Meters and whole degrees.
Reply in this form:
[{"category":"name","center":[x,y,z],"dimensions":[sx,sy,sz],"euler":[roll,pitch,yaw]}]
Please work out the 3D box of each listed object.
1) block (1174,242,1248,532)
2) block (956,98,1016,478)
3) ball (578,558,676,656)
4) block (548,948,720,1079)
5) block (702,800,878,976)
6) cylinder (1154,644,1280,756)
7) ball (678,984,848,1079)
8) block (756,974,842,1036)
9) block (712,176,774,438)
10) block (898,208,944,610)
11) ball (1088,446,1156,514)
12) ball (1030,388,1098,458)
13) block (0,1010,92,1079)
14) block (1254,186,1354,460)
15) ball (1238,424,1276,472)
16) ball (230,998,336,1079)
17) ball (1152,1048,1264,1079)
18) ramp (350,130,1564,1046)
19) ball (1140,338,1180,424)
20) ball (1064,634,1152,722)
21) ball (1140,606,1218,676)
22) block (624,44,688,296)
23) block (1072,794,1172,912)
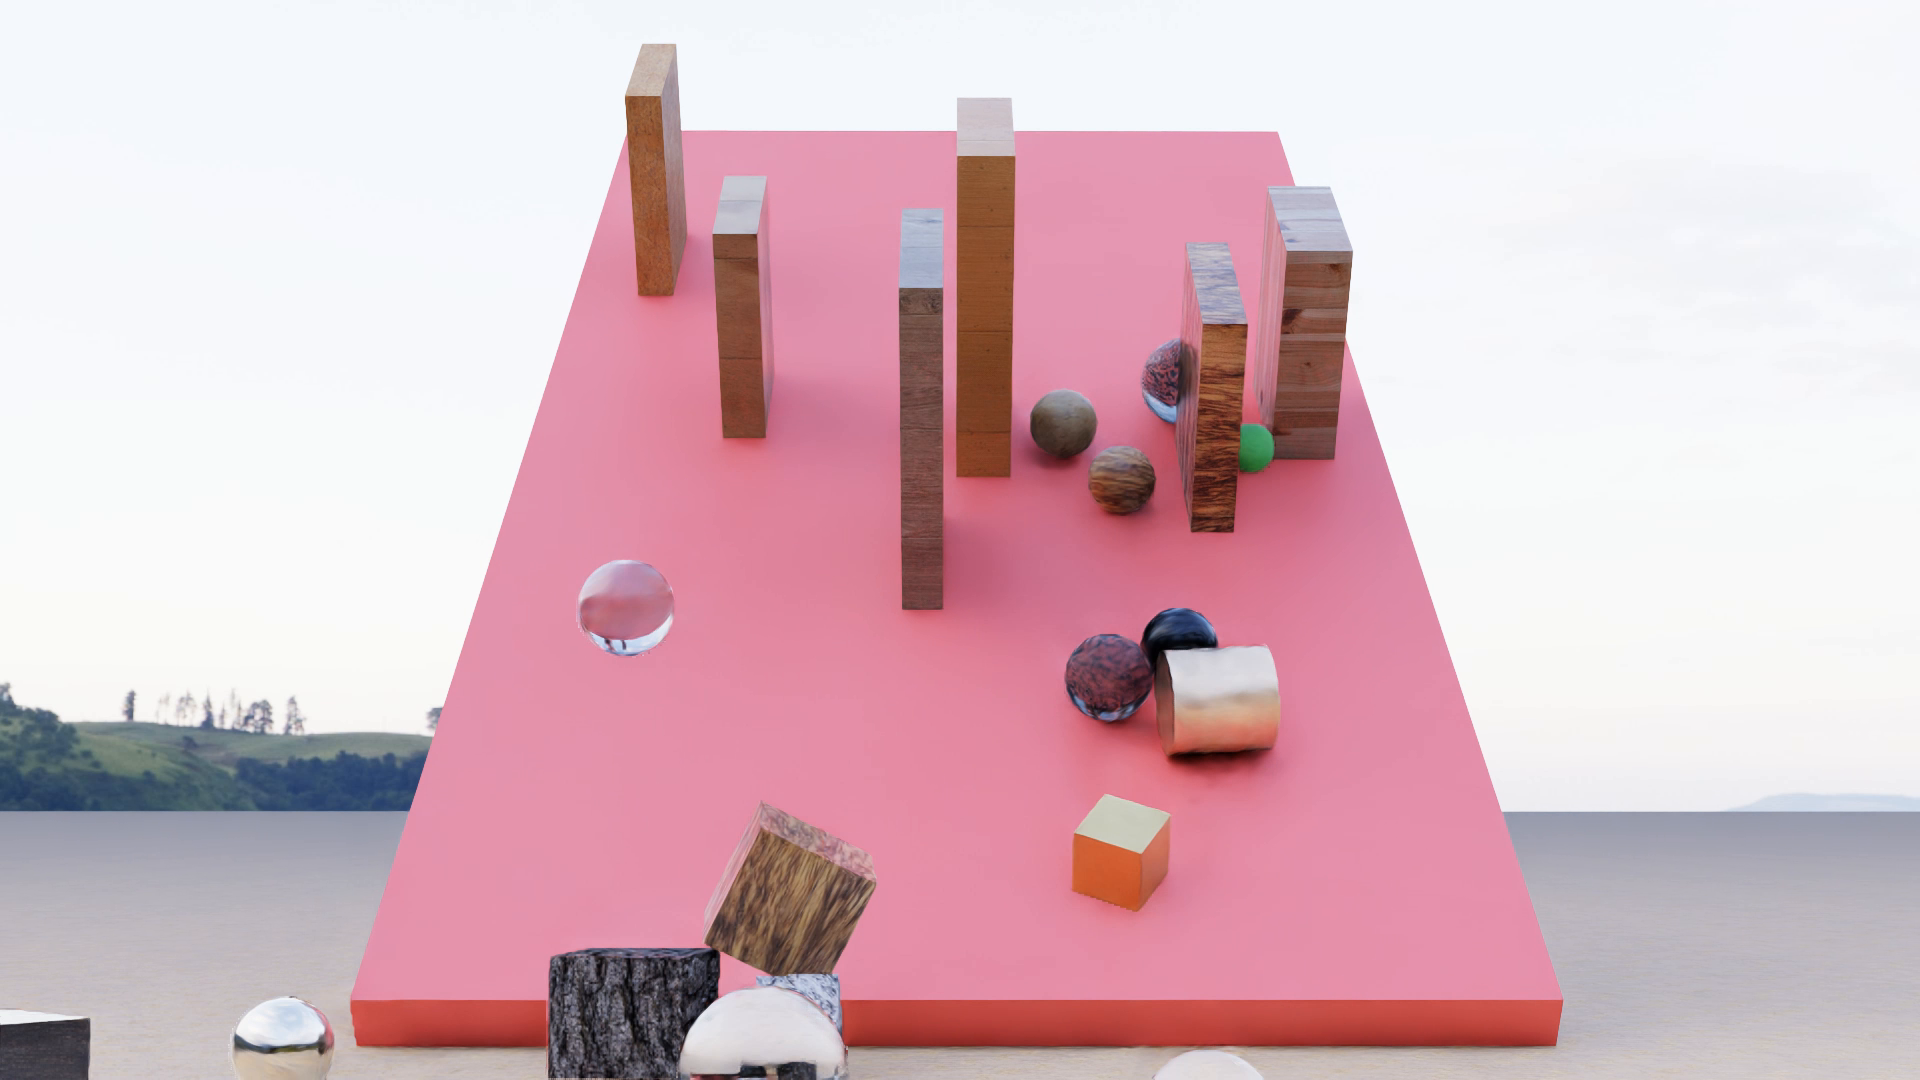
[{"category":"block","center":[0.554,-0.342,5.373],"dimensions":[0.094,0.504,0.429],"euler":[0,30,0]},{"category":"block","center":[0.054,-0.570,5.489],"dimensions":[0.124,0.778,0.359],"euler":[0,30,0]},{"category":"ball","center":[-0.669,0.135,4.854],"dimensions":[0.195,0.195,0.195],"euler":[0,-6,0]},{"category":"block","center":[-0.461,0.682,3.438],"dimensions":[0.190,0.190,0.190],"euler":[-1,-6,10]},{"category":"block","center":[-0.253,0.529,3.587],"dimensions":[0.188,0.188,0.188],"euler":[27,3,-7]},{"category":"cylinder","center":[0.484,0.302,4.572],"dimensions":[0.198,0.198,0.198],"euler":[-3,-6,-6]},{"category":"ball","center":[-0.225,0.608,2.774],"dimensions":[0.194,0.194,0.194],"euler":[0,-6,0]},{"category":"block","center":[-0.230,0.698,3.443],"dimensions":[0.117,0.117,0.117],"euler":[-1,-36,-1]},{"category":"block","center":[-0.507,-0.551,5.709],"dimensions":[0.100,0.518,0.346],"euler":[0,30,0]},{"category":"block","center":[-0.078,-0.271,5.022],"dimensions":[0.086,0.731,0.396],"euler":[0,30,0]},{"category":"ball","center":[0.358,-0.135,5.367],"dimensions":[0.151,0.151,0.151],"euler":[0,-6,0]},{"category":"ball","center":[0.239,-0.270,5.591],"dimensions":[0.158,0.158,0.158],"euler":[0,-6,0]},{"category":"block","center":[-1.051,0.596,2.567],"dimensions":[0.173,0.173,0.173],"euler":[-5,-8,39]},{"category":"block","center":[0.794,-0.508,5.640],"dimensions":[0.147,0.523,0.378],"euler":[0,30,0]},{"category":"ball","center":[0.665,-0.212,5.539],"dimensions":[0.112,0.112,0.112],"euler":[0,-6,0]},{"category":"ball","center":[-0.923,0.694,3.300],"dimensions":[0.138,0.138,0.138],"euler":[0,-6,0]},{"category":"ball","center":[0.262,0.609,2.548],"dimensions":[0.144,0.144,0.144],"euler":[0,-6,0]},{"category":"ramp","center":[-0.013,-0.207,5.738],"dimensions":[2.000,0.100,4.000],"euler":[0,30,0]},{"category":"ball","center":[0.531,-0.374,5.723],"dimensions":[0.207,0.207,0.207],"euler":[0,-6,0]},{"category":"ball","center":[0.287,0.265,4.664],"dimensions":[0.169,0.169,0.169],"euler":[0,-6,0]},{"category":"ball","center":[0.433,0.208,4.779],"dimensions":[0.152,0.152,0.152],"euler":[0,-6,0]},{"category":"block","center":[-0.803,-0.985,6.421],"dimensions":[0.092,0.550,0.406],"euler":[0,30,0]},{"category":"block","center":[0.282,0.545,4.224],"dimensions":[0.128,0.128,0.128],"euler":[15,33,24]}]
